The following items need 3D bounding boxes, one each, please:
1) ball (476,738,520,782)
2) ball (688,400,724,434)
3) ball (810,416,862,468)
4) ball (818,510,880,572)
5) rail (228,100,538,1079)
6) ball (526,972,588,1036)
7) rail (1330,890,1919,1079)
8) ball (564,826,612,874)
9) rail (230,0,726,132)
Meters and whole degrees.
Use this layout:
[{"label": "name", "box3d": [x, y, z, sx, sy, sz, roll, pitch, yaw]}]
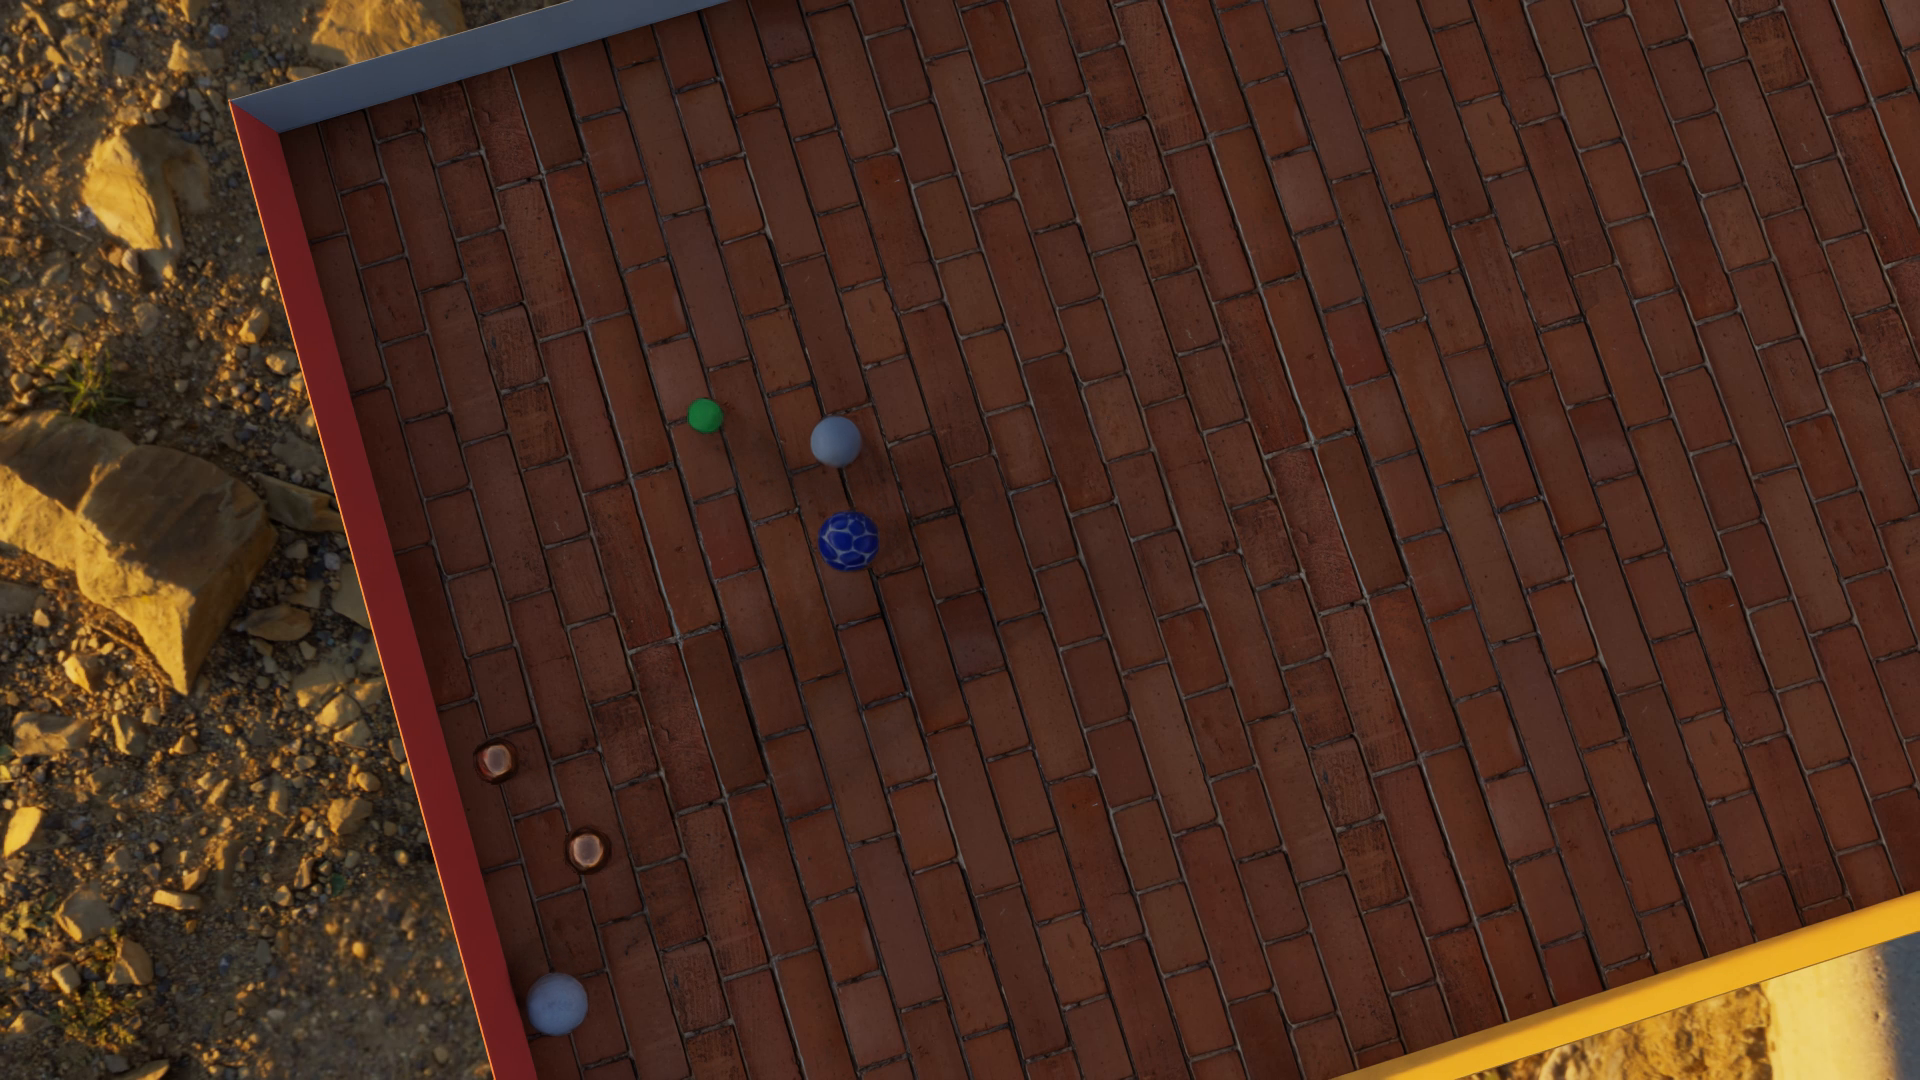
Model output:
[{"label": "ball", "box3d": [-0.678, 0.323, 3.224, 0.065, 0.065, 0.065, 0, 81, 0]}, {"label": "ball", "box3d": [-0.382, -0.185, 3.307, 0.051, 0.051, 0.051, 0, 81, 0]}, {"label": "ball", "box3d": [-0.185, -0.146, 3.289, 0.077, 0.077, 0.077, 0, 81, 0]}, {"label": "ball", "box3d": [-0.164, 0.001, 3.259, 0.091, 0.091, 0.091, 0, 81, 0]}, {"label": "rail", "box3d": [-0.790, 0.239, 3.209, 0.045, 0.119, 1.893, -17, 82, -3]}, {"label": "ball", "box3d": [-0.580, 0.667, 3.161, 0.088, 0.088, 0.088, 0, 81, 0]}, {"label": "rail", "box3d": [1.086, 0.619, 3.152, 3.405, 0.119, 0.045, -17, 82, -3]}, {"label": "ball", "box3d": [-0.541, 0.452, 3.203, 0.069, 0.069, 0.069, 0, 81, 0]}, {"label": "rail", "box3d": [0.540, -1.124, 3.413, 3.405, 0.119, 0.045, -17, 82, -3]}]
